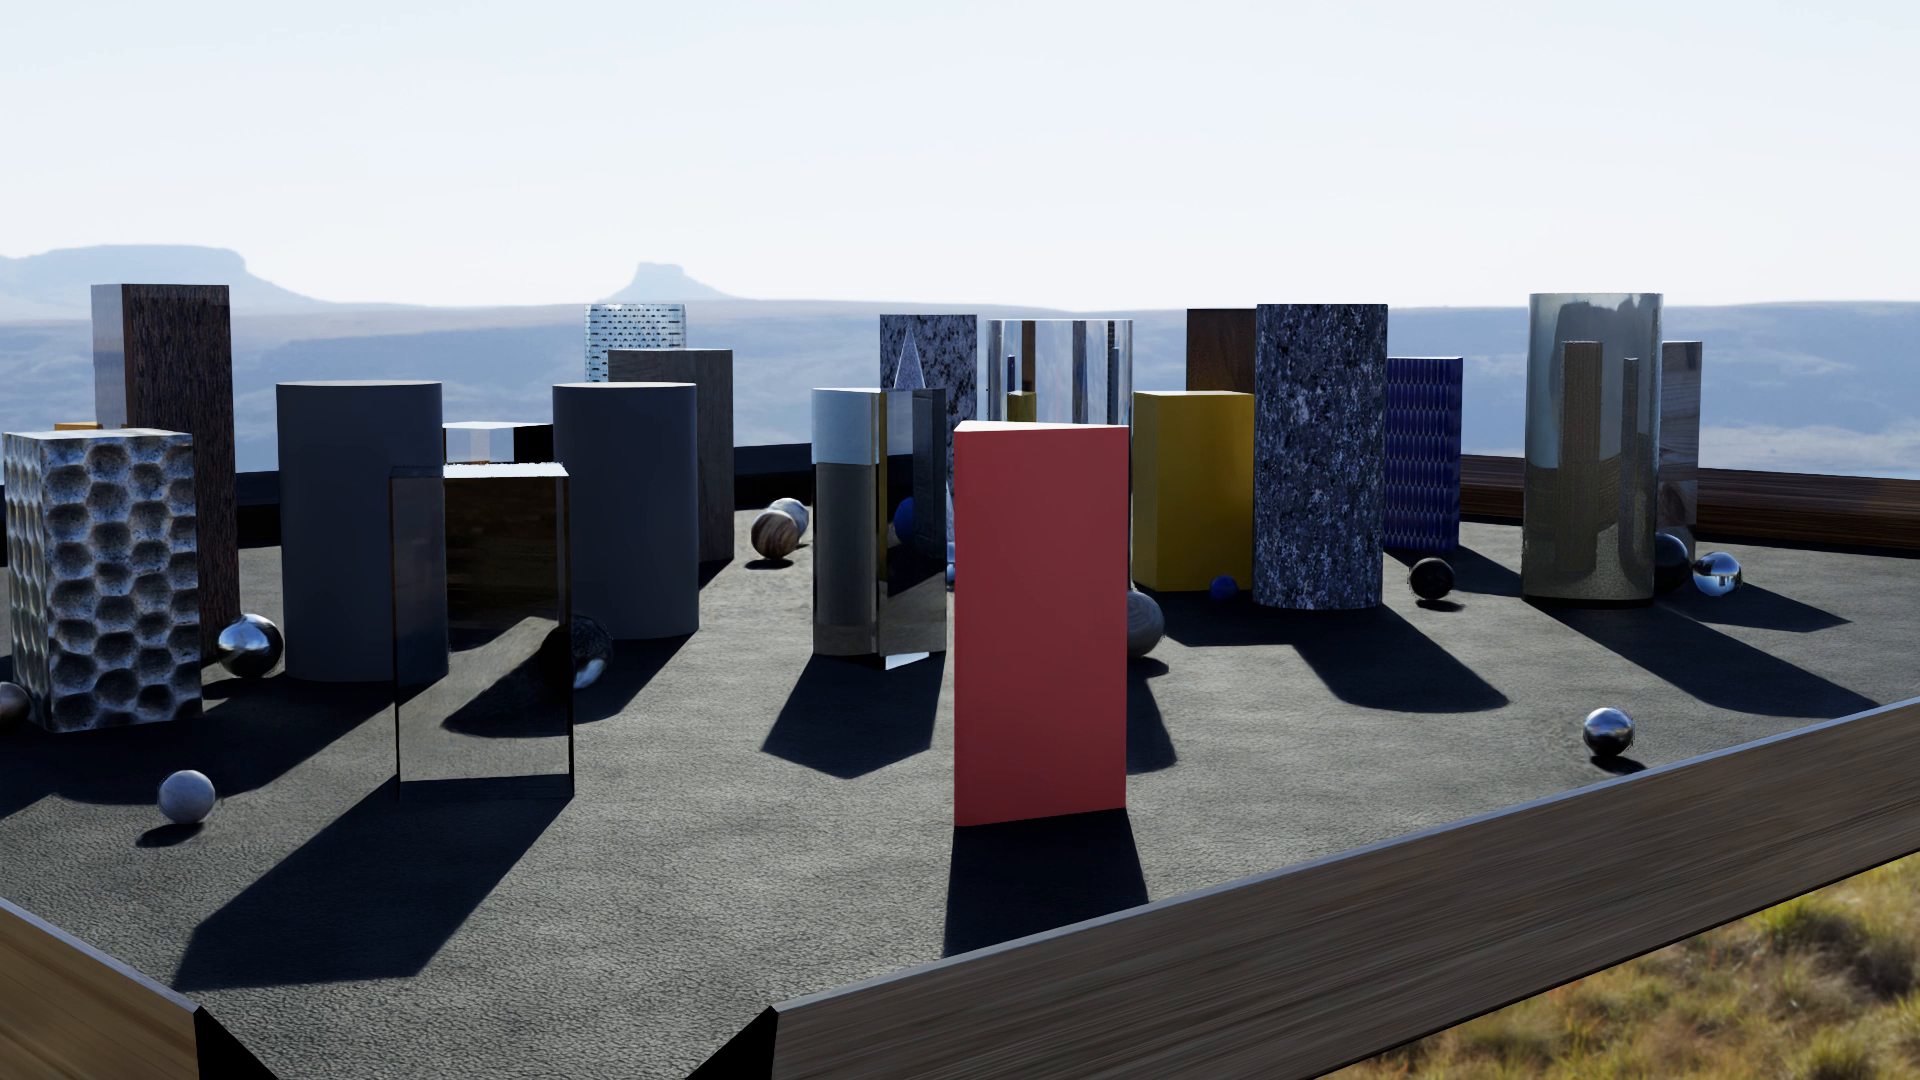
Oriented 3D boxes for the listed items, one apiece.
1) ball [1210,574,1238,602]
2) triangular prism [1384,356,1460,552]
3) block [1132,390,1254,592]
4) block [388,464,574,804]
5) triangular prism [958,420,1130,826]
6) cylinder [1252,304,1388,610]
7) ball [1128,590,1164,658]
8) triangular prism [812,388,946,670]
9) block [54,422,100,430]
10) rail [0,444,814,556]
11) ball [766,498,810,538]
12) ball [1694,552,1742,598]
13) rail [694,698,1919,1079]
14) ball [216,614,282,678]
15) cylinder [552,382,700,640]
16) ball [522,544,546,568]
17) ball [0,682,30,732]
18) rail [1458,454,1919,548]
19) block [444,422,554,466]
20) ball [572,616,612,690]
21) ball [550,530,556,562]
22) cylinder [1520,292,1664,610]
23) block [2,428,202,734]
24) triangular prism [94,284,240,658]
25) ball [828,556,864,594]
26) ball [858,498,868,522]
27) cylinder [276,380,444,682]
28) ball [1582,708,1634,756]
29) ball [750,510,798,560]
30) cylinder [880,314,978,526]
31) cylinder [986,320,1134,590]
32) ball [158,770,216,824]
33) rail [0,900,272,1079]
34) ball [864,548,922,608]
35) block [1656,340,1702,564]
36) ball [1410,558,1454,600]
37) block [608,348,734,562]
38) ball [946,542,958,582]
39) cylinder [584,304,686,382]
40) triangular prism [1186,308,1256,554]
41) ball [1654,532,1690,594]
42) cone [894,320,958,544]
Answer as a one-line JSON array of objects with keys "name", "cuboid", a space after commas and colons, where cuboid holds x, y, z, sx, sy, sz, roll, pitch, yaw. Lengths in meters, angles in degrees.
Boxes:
[{"name": "ball", "cuboid": [0.404, 0.074, 3.361, 0.043, 0.043, 0.043, 0, 6, 0]}, {"name": "triangular prism", "cuboid": [0.899, -0.166, 4.154, 0.148, 0.356, 0.171, -5, 8, -42]}, {"name": "block", "cuboid": [0.376, -0.083, 3.568, 0.158, 0.312, 0.158, -1, 6, -10]}, {"name": "block", "cuboid": [-0.449, 0.082, 2.065, 0.158, 0.296, 0.158, -1, 6, -13]}, {"name": "triangular prism", "cuboid": [0.040, 0.067, 1.991, 0.171, 0.342, 0.148, -3, 7, -27]}, {"name": "cylinder", "cuboid": [0.548, -0.132, 3.355, 0.197, 0.454, 0.197, 0, 6, 0]}, {"name": "ball", "cuboid": [0.220, 0.108, 2.828, 0.086, 0.086, 0.086, 0, 6, 0]}, {"name": "triangular prism", "cuboid": [-0.081, -0.021, 2.827, 0.148, 0.344, 0.171, -4, 7, -34]}, {"name": "block", "cuboid": [-1.124, -0.017, 3.035, 0.158, 0.291, 0.158, 3, 7, 27]}, {"name": "rail", "cuboid": [-1.111, -0.092, 4.530, 3.684, 0.128, 0.045, -5, 8, -42]}, {"name": "ball", "cuboid": [-0.333, -0.038, 4.238, 0.085, 0.085, 0.085, 0, 6, 0]}, {"name": "ball", "cuboid": [1.179, 0.053, 3.421, 0.072, 0.072, 0.072, 0, 6, 0]}, {"name": "rail", "cuboid": [1.111, 0.158, 2.134, 3.684, 0.128, 0.045, -5, 8, -42]}, {"name": "ball", "cuboid": [-0.862, 0.129, 2.667, 0.078, 0.078, 0.078, 0, 6, 0]}, {"name": "cylinder", "cuboid": [-0.465, -0.045, 3.064, 0.197, 0.342, 0.197, 0, 6, 0]}, {"name": "ball", "cuboid": [-0.737, 0.029, 3.802, 0.041, 0.041, 0.041, 0, 6, 0]}, {"name": "ball", "cuboid": [-1.015, 0.177, 2.334, 0.052, 0.052, 0.052, 0, 6, 0]}, {"name": "rail", "cuboid": [1.336, -0.095, 4.558, 0.045, 0.128, 3.325, -5, 8, -42]}, {"name": "block", "cuboid": [-0.743, -0.045, 3.423, 0.158, 0.267, 0.158, 3, 7, 26]}, {"name": "ball", "cuboid": [-0.454, 0.132, 2.588, 0.088, 0.088, 0.088, 0, 6, 0]}, {"name": "ball", "cuboid": [-0.649, 0.010, 3.732, 0.093, 0.093, 0.093, 0, 6, 0]}, {"name": "cylinder", "cuboid": [0.963, -0.140, 3.355, 0.197, 0.470, 0.197, 0, 6, 0]}, {"name": "block", "cuboid": [-0.942, 0.038, 2.415, 0.158, 0.311, 0.158, -4, 7, -36]}, {"name": "triangular prism", "cuboid": [-1.005, -0.088, 2.823, 0.148, 0.477, 0.171, -4, 7, -33]}, {"name": "ball", "cuboid": [-0.178, 0.055, 3.460, 0.060, 0.060, 0.060, 0, 6, 0]}, {"name": "ball", "cuboid": [-0.183, -0.060, 4.571, 0.058, 0.058, 0.058, 0, 6, 0]}, {"name": "cylinder", "cuboid": [-0.738, -0.016, 2.723, 0.197, 0.356, 0.197, 0, 6, 0]}, {"name": "ball", "cuboid": [0.648, 0.192, 2.202, 0.049, 0.049, 0.049, 0, 6, 0]}, {"name": "ball", "cuboid": [-0.333, -0.009, 3.946, 0.088, 0.088, 0.088, 0, 6, 0]}, {"name": "cylinder", "cuboid": [-0.063, -0.239, 4.464, 0.197, 0.437, 0.197, 0, 6, 0]}, {"name": "cylinder", "cuboid": [0.134, -0.081, 2.979, 0.197, 0.432, 0.197, 0, 6, 0]}, {"name": "ball", "cuboid": [-0.672, 0.223, 1.913, 0.047, 0.047, 0.047, 0, 6, 0]}, {"name": "rail", "cuboid": [-1.336, 0.161, 2.106, 0.045, 0.128, 3.325, -5, 8, -42]}, {"name": "ball", "cuboid": [-0.101, 0.056, 3.309, 0.089, 0.089, 0.089, 0, 6, 0]}, {"name": "block", "cuboid": [1.184, -0.153, 3.859, 0.158, 0.390, 0.158, -6, 8, -44]}, {"name": "ball", "cuboid": [0.727, 0.060, 3.386, 0.067, 0.067, 0.067, 0, 6, 0]}, {"name": "block", "cuboid": [-0.517, -0.154, 3.943, 0.158, 0.375, 0.158, -6, 8, -44]}, {"name": "ball", "cuboid": [-0.024, 0.035, 3.615, 0.067, 0.067, 0.067, 0, 6, 0]}, {"name": "cylinder", "cuboid": [-0.632, -0.232, 4.303, 0.197, 0.456, 0.197, 0, 6, 0]}, {"name": "triangular prism", "cuboid": [0.510, -0.207, 4.101, 0.171, 0.448, 0.148, 1, 6, 8]}, {"name": "ball", "cuboid": [1.095, 0.037, 3.452, 0.099, 0.099, 0.099, 0, 6, 0]}, {"name": "cone", "cuboid": [-0.096, -0.209, 4.207, 0.197, 0.430, 0.197, 0, 6, 0]}]
